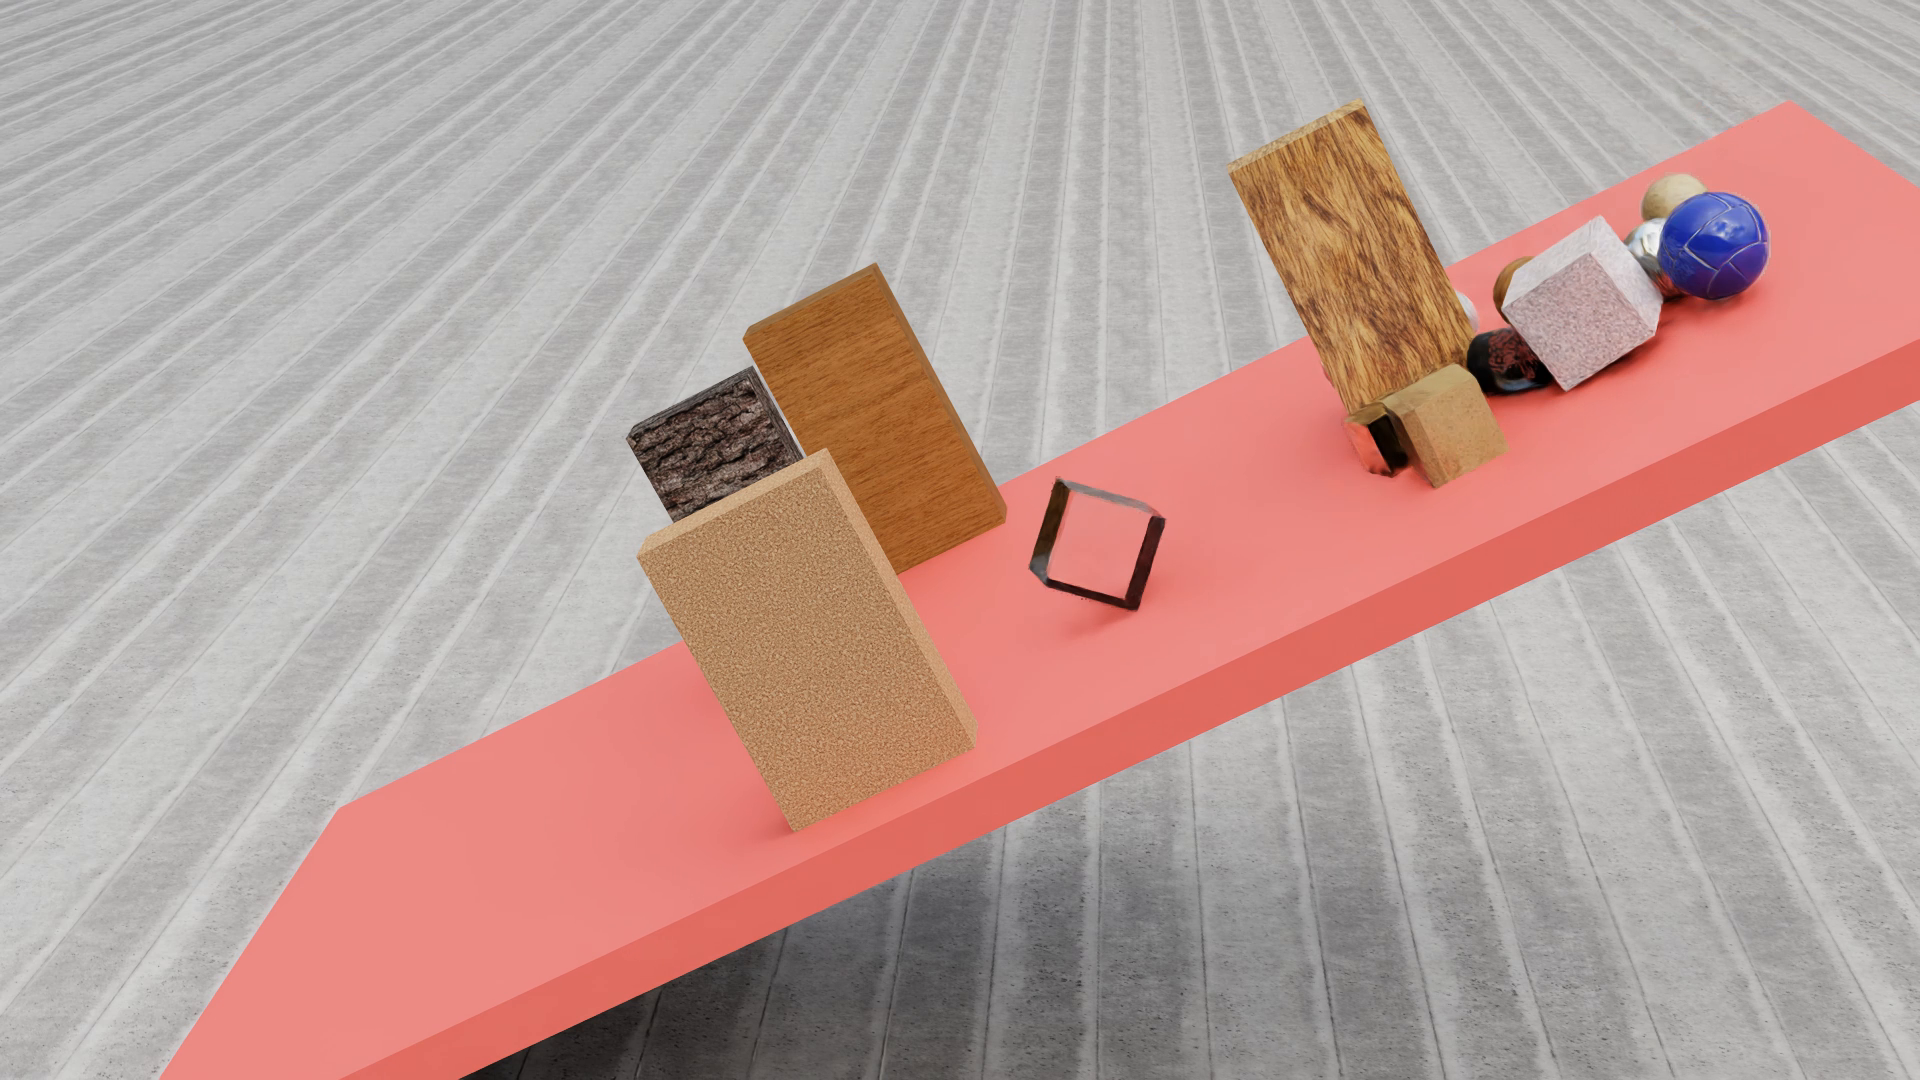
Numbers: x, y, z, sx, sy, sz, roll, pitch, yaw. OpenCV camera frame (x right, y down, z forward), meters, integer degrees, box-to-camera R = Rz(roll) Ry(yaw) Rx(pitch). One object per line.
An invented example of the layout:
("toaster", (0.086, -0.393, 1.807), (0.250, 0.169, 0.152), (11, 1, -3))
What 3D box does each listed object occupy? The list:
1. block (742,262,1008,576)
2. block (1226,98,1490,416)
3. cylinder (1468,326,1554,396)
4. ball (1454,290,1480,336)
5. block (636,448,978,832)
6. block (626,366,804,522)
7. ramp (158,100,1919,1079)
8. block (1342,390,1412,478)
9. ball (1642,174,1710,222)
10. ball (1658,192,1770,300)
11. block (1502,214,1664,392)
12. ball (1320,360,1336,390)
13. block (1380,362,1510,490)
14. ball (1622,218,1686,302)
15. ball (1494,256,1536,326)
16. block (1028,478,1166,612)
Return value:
("block", (-0.195, -0.271, 6.898), (0.340, 0.666, 0.128), (-26, 14, 10))
("block", (0.812, -0.527, 5.905), (0.296, 0.643, 0.110), (-26, 14, 10))
("cylinder", (1.097, -0.360, 5.832), (0.128, 0.128, 0.128), (-15, 2, -39))
("ball", (1.029, -0.460, 6.272), (0.155, 0.155, 0.155), (0, 17, 0))
("block", (-0.281, 0.191, 5.517), (0.386, 0.612, 0.129), (-26, 14, 10))
("block", (-0.444, -0.026, 6.539), (0.304, 0.649, 0.116), (-26, 14, 10))
("ramp", (0.140, 0.167, 6.281), (4.000, 0.100, 2.000), (-26, 14, 10))
("block", (0.851, -0.208, 5.786), (0.119, 0.119, 0.119), (-31, 14, -10))
("ball", (1.454, -0.671, 5.961), (0.143, 0.143, 0.143), (0, 17, 0))
("ball", (1.454, -0.568, 5.673), (0.208, 0.208, 0.208), (0, 17, 0))
("block", (1.206, -0.459, 5.693), (0.207, 0.207, 0.207), (-35, 11, 29))
("ball", (0.866, -0.392, 6.254), (0.197, 0.197, 0.197), (0, 17, 0))
("block", (0.922, -0.218, 5.597), (0.159, 0.159, 0.159), (-28, 14, 2))
("ball", (1.400, -0.558, 5.866), (0.169, 0.169, 0.169), (0, 17, 0))
("ball", (1.193, -0.515, 6.143), (0.156, 0.156, 0.156), (0, 17, 0))
("block", (0.270, 0.008, 5.822), (0.191, 0.191, 0.191), (15, 8, -12))
